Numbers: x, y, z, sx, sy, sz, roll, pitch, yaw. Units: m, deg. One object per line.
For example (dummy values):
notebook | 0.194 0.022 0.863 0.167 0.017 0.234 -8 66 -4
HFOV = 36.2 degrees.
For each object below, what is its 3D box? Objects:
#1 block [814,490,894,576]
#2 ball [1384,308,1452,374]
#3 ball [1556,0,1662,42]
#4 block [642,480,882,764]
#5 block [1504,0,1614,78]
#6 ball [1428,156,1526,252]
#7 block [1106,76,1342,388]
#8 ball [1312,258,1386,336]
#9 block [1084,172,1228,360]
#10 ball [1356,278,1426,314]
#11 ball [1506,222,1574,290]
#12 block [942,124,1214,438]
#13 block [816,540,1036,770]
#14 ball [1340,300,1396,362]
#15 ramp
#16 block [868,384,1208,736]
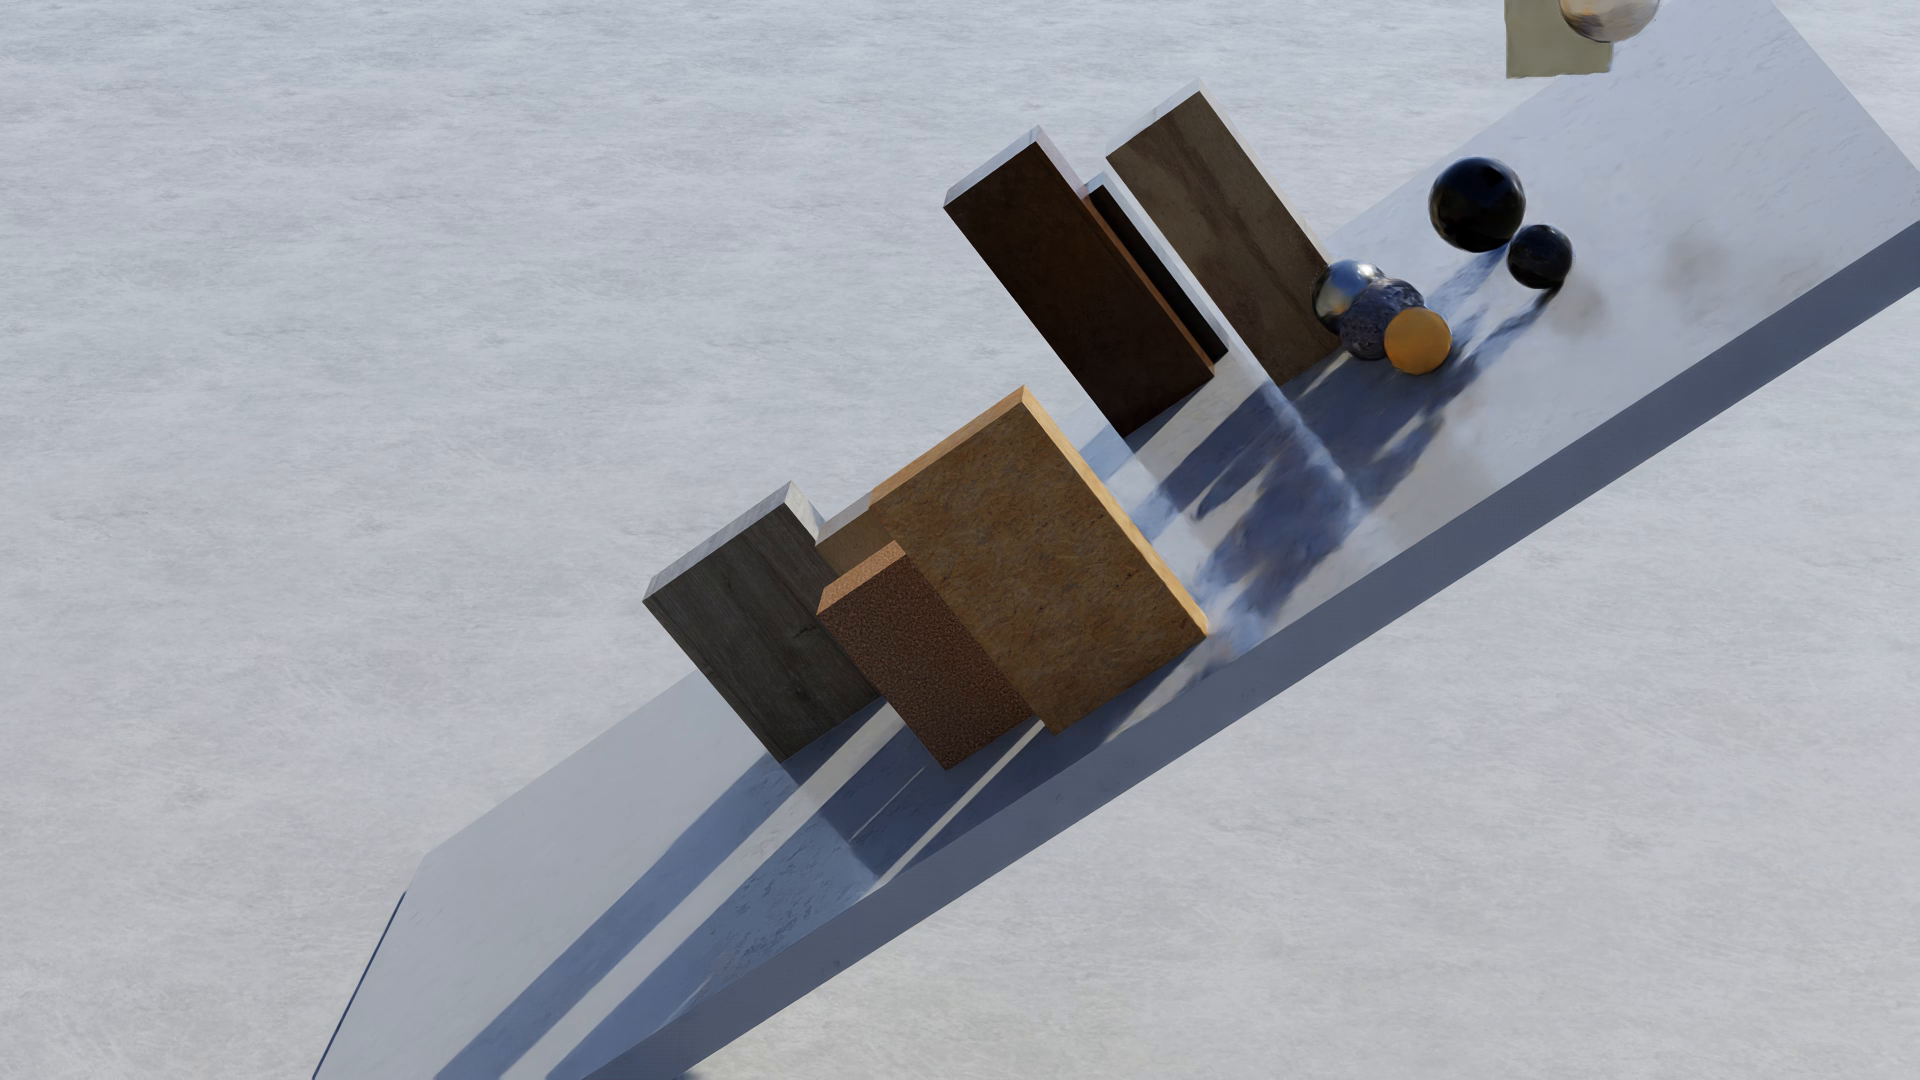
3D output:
block | -0.031 0.069 5.992 0.320 0.434 0.112 -34 16 16
ball | 0.895 -0.390 5.753 0.131 0.131 0.131 0 23 0
ball | 1.255 -1.063 5.685 0.202 0.202 0.202 0 23 0
block | -0.379 0.180 6.388 0.395 0.477 0.130 -34 16 16
block | 1.207 -1.037 5.915 0.197 0.197 0.197 -1 10 17
ball | 1.069 -0.695 6.085 0.200 0.200 0.200 0 23 0
block | 0.592 -0.650 6.239 0.241 0.628 0.122 -34 16 16
ball | 0.814 -0.503 6.112 0.164 0.164 0.164 0 23 0
block | 0.366 -0.567 6.780 0.272 0.489 0.118 -34 16 16
ball | 0.872 -0.459 5.971 0.146 0.146 0.146 0 23 0
ball | 1.121 -0.549 5.690 0.129 0.129 0.129 0 23 0
block | 0.274 -0.583 6.677 0.258 0.679 0.145 -34 16 16
block | -0.030 0.194 5.687 0.293 0.409 0.129 -34 16 16
ball | 0.818 -0.417 5.855 0.123 0.123 0.123 0 23 0
ramp | 0.129 0.179 6.322 4.000 0.100 2.000 -34 16 16
block | 0.147 0.042 5.415 0.349 0.568 0.093 -34 16 16
